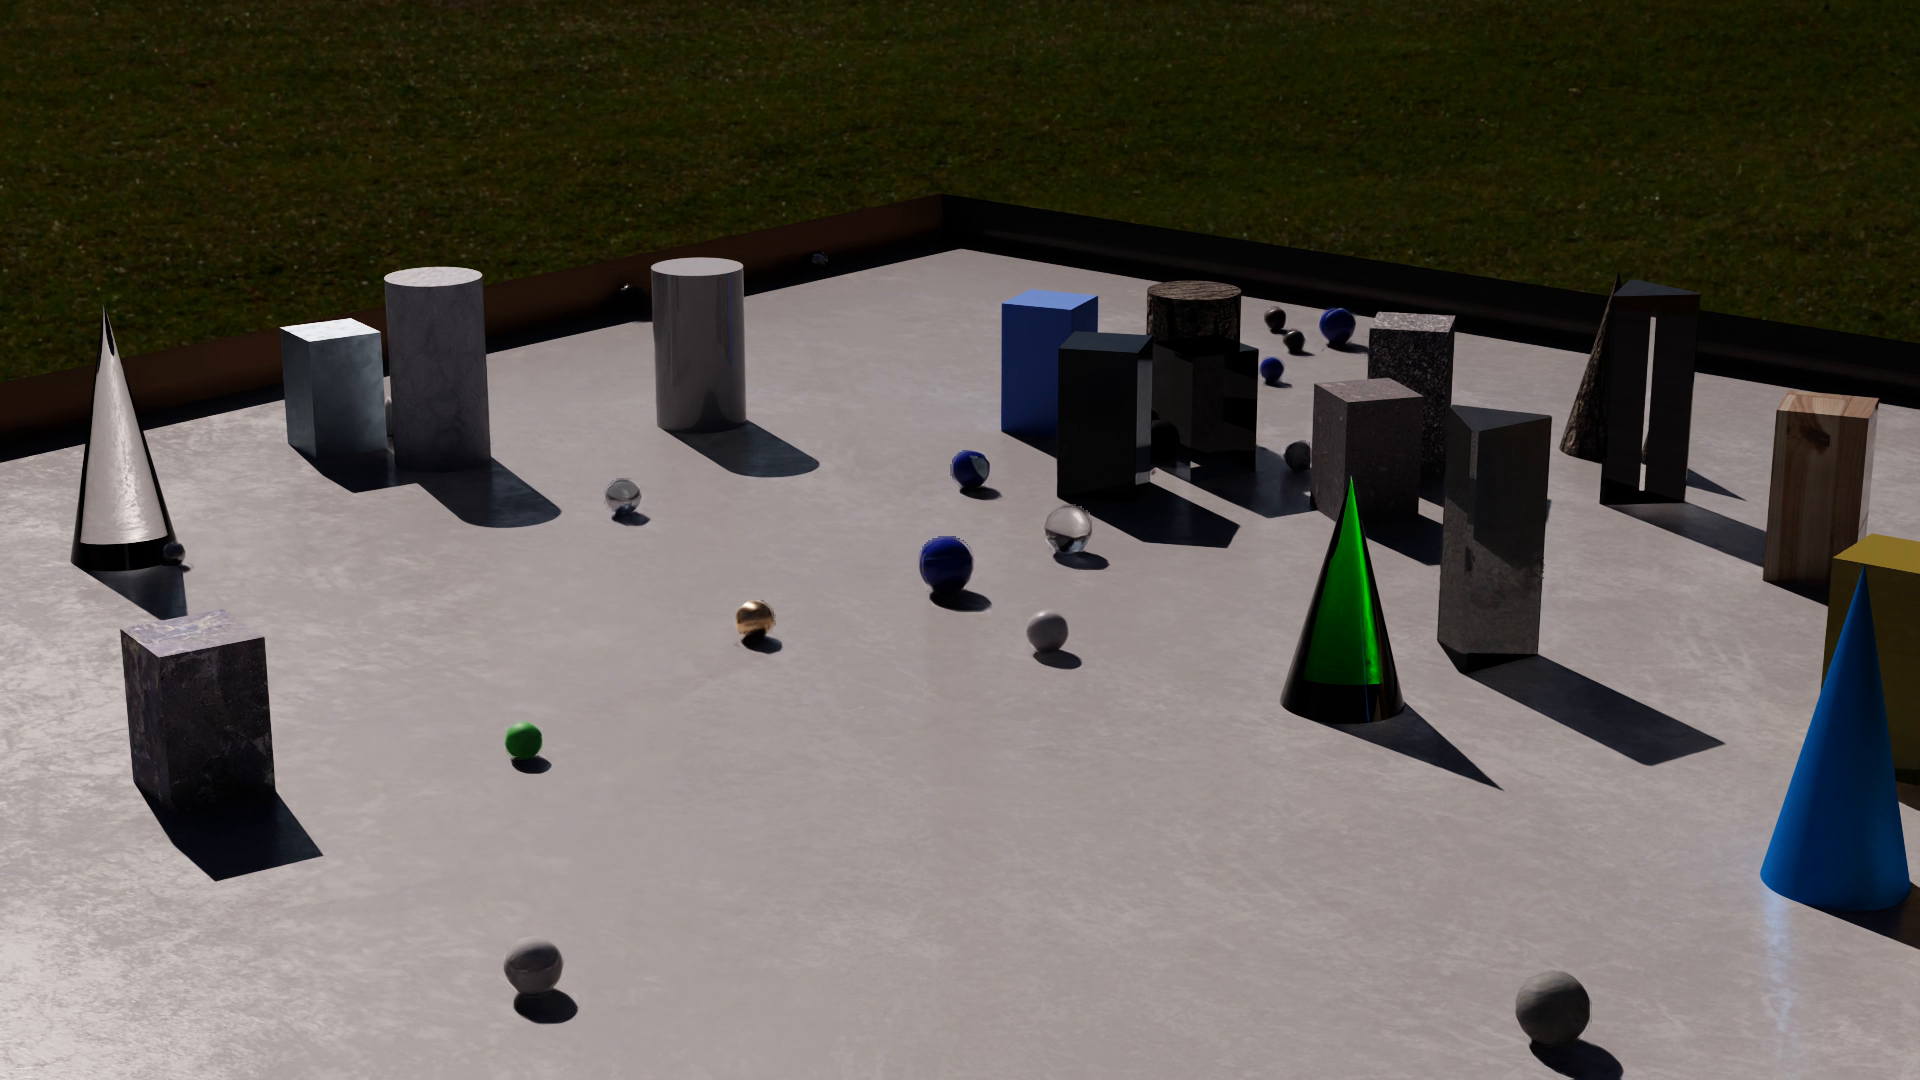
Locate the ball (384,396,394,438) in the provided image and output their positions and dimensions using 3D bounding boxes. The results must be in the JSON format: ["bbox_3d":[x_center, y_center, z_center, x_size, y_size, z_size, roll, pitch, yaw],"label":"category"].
[{"bbox_3d":[-1.185,-0.258,6.148,0.090,0.090,0.090,0,17,0],"label":"ball"}]

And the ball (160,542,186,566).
[{"bbox_3d":[-1.419,0.025,5.289,0.044,0.044,0.044,0,17,0],"label":"ball"}]

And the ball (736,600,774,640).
[{"bbox_3d":[-0.343,0.134,4.895,0.064,0.064,0.064,0,17,0],"label":"ball"}]

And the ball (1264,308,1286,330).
[{"bbox_3d":[0.769,-0.538,7.141,0.053,0.053,0.053,0,17,0],"label":"ball"}]

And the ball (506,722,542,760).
[{"bbox_3d":[-0.649,0.298,4.363,0.055,0.055,0.055,0,17,0],"label":"ball"}]

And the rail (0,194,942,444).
[{"bbox_3d":[-1.628,-0.377,6.473,0.045,0.126,4.862,14,22,39],"label":"rail"}]

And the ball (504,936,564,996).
[{"bbox_3d":[-0.523,0.522,3.592,0.073,0.073,0.073,0,17,0],"label":"ball"}]

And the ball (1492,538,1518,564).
[{"bbox_3d":[0.986,0.020,5.304,0.044,0.044,0.044,0,17,0],"label":"ball"}]

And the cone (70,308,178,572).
[{"bbox_3d":[-1.524,-0.197,5.286,0.194,0.469,0.194,0,17,0],"label":"cone"}]

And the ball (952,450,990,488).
[{"bbox_3d":[0.022,-0.139,5.779,0.074,0.074,0.074,0,17,0],"label":"ball"}]

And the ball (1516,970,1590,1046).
[{"bbox_3d":[0.700,0.553,3.463,0.088,0.088,0.088,0,17,0],"label":"ball"}]

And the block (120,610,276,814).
[{"bbox_3d":[-1.099,0.245,4.228,0.156,0.235,0.156,-11,20,-33],"label":"block"}]

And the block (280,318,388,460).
[{"bbox_3d":[-1.294,-0.314,6.059,0.156,0.247,0.156,-11,20,-32],"label":"block"}]

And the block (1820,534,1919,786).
[{"bbox_3d":[1.377,0.174,4.321,0.156,0.318,0.156,12,21,35],"label":"block"}]

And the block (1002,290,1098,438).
[{"bbox_3d":[0.190,-0.374,6.207,0.156,0.277,0.156,7,18,23],"label":"block"}]

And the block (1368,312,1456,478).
[{"bbox_3d":[0.904,-0.292,5.898,0.156,0.299,0.156,4,17,13],"label":"block"}]

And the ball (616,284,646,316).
[{"bbox_3d":[-0.819,-0.597,7.294,0.077,0.077,0.077,0,17,0],"label":"ball"}]

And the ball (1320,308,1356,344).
[{"bbox_3d":[0.900,-0.511,6.992,0.086,0.086,0.086,0,17,0],"label":"ball"}]

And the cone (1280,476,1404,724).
[{"bbox_3d":[0.600,0.078,4.549,0.194,0.369,0.194,0,17,0],"label":"cone"}]

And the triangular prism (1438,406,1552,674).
[{"bbox_3d":[0.840,-0.009,4.779,0.168,0.404,0.146,-11,20,-32],"label":"triangular prism"}]

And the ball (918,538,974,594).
[{"bbox_3d":[-0.024,0.044,5.132,0.097,0.097,0.097,0,17,0],"label":"ball"}]

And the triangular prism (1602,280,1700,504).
[{"bbox_3d":[1.316,-0.289,5.693,0.168,0.412,0.146,-2,17,-6],"label":"triangular prism"}]

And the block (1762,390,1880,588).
[{"bbox_3d":[1.527,-0.090,5.203,0.156,0.313,0.156,7,18,22],"label":"block"}]

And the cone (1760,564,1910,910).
[{"bbox_3d":[1.173,0.243,3.867,0.194,0.447,0.194,0,17,0],"label":"cone"}]

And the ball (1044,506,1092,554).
[{"bbox_3d":[0.197,-0.018,5.355,0.088,0.088,0.088,0,17,0],"label":"ball"}]

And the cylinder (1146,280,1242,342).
[{"bbox_3d":[0.485,-0.365,6.110,0.194,0.316,0.194,0,17,0],"label":"cylinder"}]

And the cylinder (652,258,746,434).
[{"bbox_3d":[-0.555,-0.415,6.236,0.194,0.339,0.194,0,17,0],"label":"cylinder"}]

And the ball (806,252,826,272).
[{"bbox_3d":[-0.383,-0.741,7.816,0.051,0.051,0.051,0,17,0],"label":"ball"}]

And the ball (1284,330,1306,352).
[{"bbox_3d":[0.789,-0.470,6.920,0.050,0.050,0.050,0,17,0],"label":"ball"}]

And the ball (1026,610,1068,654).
[{"bbox_3d":[0.143,0.151,4.825,0.071,0.071,0.071,0,17,0],"label":"ball"}]

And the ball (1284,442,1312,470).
[{"bbox_3d":[0.683,-0.169,5.908,0.058,0.058,0.058,0,17,0],"label":"ball"}]

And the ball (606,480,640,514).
[{"bbox_3d":[-0.643,-0.082,5.603,0.067,0.067,0.067,0,17,0],"label":"ball"}]

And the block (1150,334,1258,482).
[{"bbox_3d":[0.488,-0.267,5.894,0.156,0.253,0.156,-9,19,-27],"label":"block"}]

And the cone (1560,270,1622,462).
[{"bbox_3d":[1.338,-0.367,6.010,0.194,0.378,0.194,0,17,0],"label":"cone"}]

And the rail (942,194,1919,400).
[{"bbox_3d":[1.578,-0.493,6.860,4.359,0.126,0.045,14,22,39],"label":"rail"}]

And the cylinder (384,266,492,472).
[{"bbox_3d":[-1.056,-0.346,5.933,0.194,0.381,0.194,0,17,0],"label":"cylinder"}]

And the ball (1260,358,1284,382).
[{"bbox_3d":[0.704,-0.384,6.627,0.054,0.054,0.054,0,17,0],"label":"ball"}]

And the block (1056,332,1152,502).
[{"bbox_3d":[0.284,-0.242,5.734,0.156,0.298,0.156,4,17,14],"label":"block"}]

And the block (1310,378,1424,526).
[{"bbox_3d":[0.774,-0.169,5.587,0.156,0.242,0.156,-5,17,-16],"label":"block"}]
